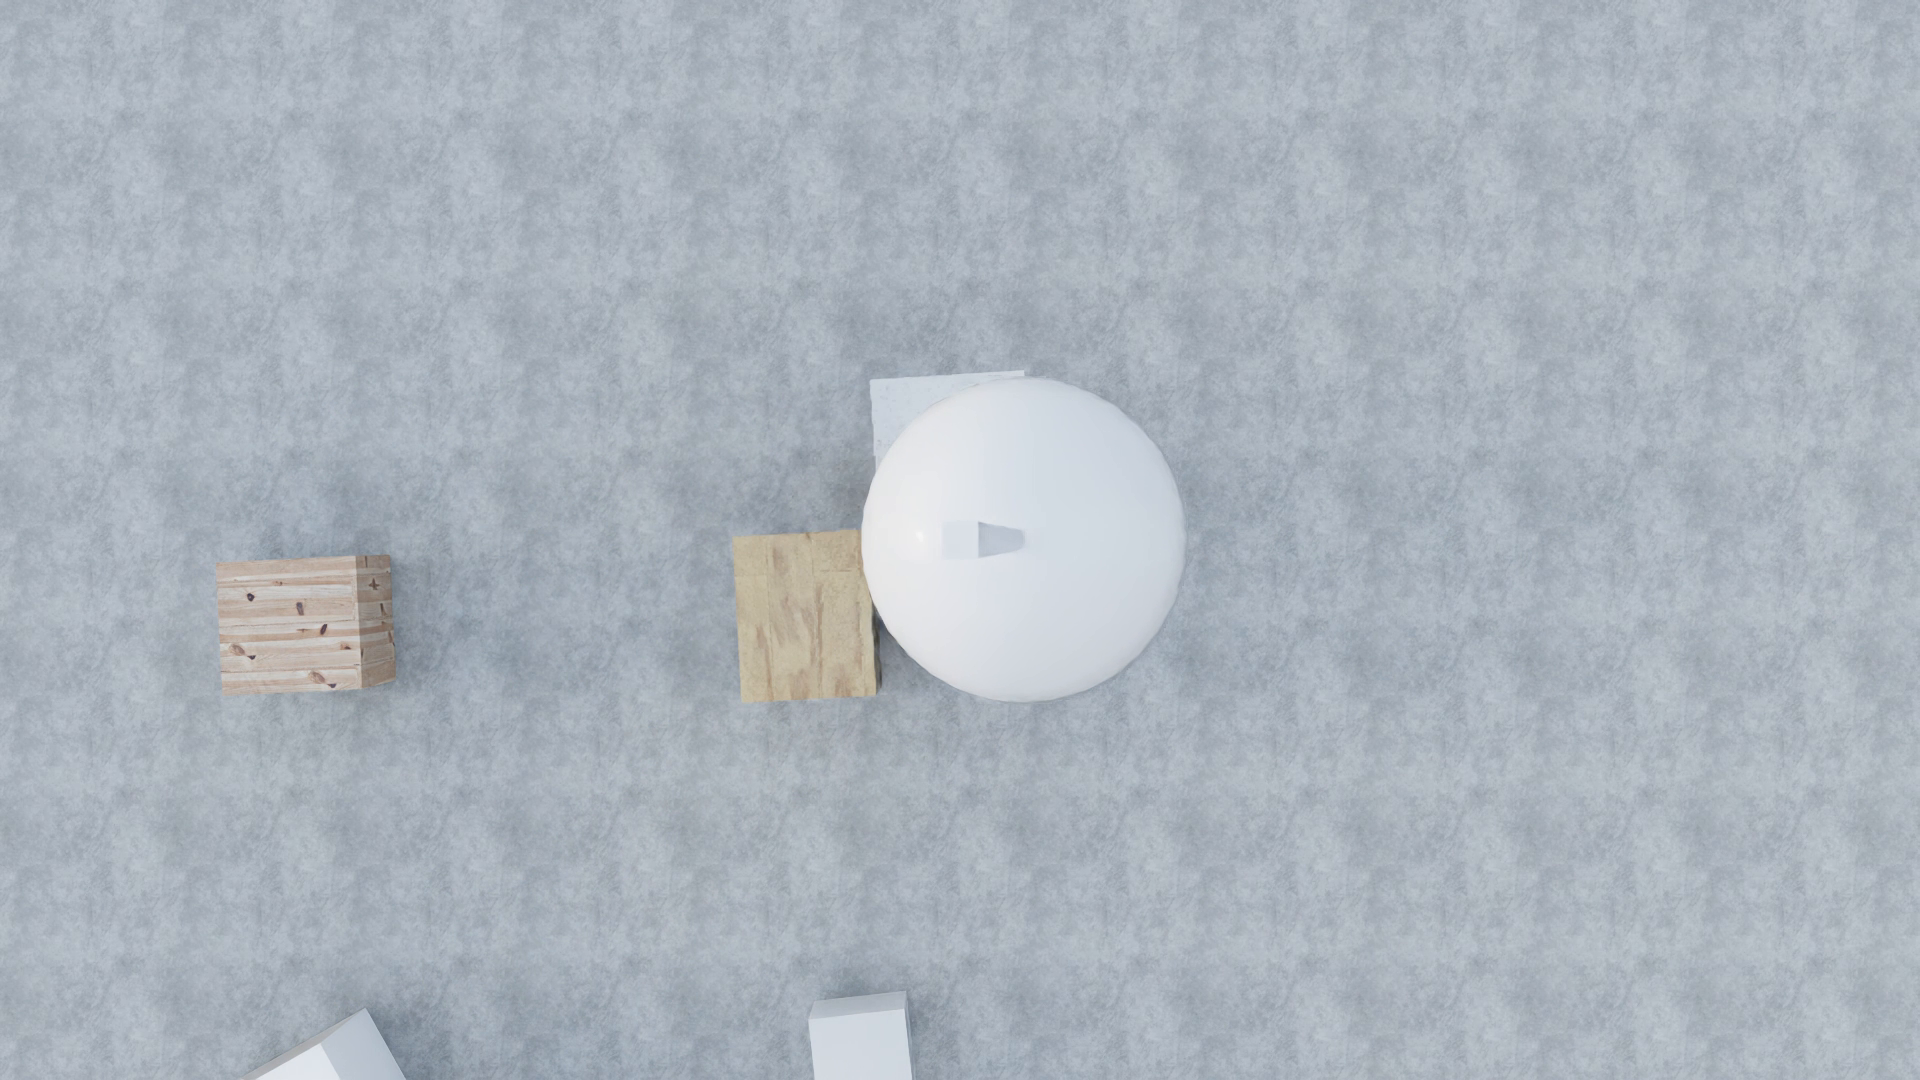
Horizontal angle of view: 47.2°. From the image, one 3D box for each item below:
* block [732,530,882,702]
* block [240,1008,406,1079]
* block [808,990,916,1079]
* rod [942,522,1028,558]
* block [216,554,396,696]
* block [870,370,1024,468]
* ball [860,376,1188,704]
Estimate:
[{"bbox_3d":[-0.857,0.418,12.548,0.741,0.905,0.916,-3,90,0],"label":"block"},{"bbox_3d":[-3.658,3.345,12.537,0.820,0.926,0.874,-29,90,0],"label":"block"},{"bbox_3d":[-0.560,2.958,12.748,0.548,0.504,0.531,-6,90,0],"label":"block"},{"bbox_3d":[0.135,0.000,7.386,0.080,5.200,0.080,0,90,3],"label":"rod"},{"bbox_3d":[-3.741,0.478,12.630,0.780,0.741,0.743,-3,90,0],"label":"block"},{"bbox_3d":[-0.046,-0.501,12.555,0.852,0.891,0.816,-4,90,0],"label":"block"},{"bbox_3d":[0.311,0.000,10.782,1.600,1.600,1.600,0,90,0],"label":"ball"}]
